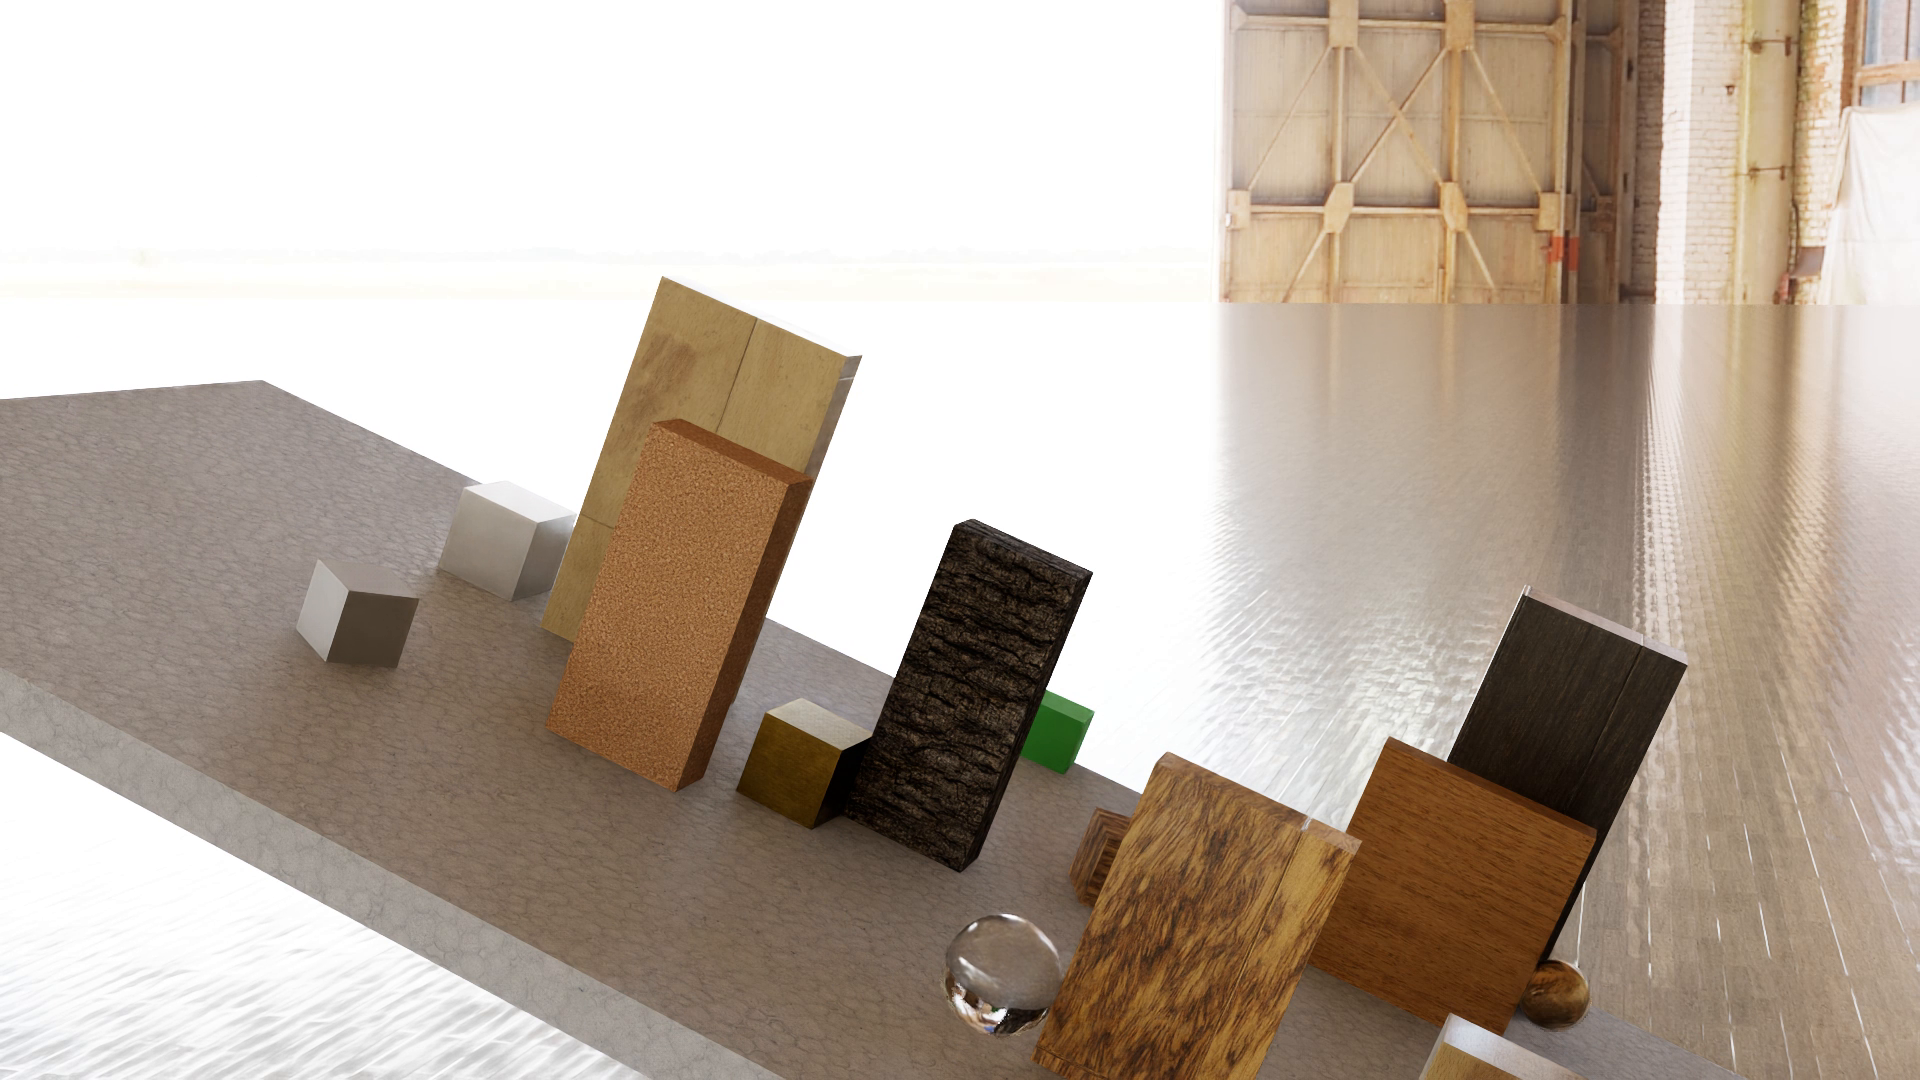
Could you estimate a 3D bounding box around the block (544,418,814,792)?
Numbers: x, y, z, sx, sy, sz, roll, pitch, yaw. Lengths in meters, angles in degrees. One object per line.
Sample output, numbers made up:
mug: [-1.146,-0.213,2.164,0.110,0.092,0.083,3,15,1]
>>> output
block: [-0.517,0.118,4.034,0.282,0.614,0.126,24,13,13]

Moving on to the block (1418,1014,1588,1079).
block: [0.744,0.935,3.157,0.273,0.407,0.125,24,13,13]

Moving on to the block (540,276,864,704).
block: [-0.536,-0.096,4.505,0.425,0.784,0.097,24,13,13]

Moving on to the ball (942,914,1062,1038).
ball: [0.067,0.699,3.528,0.194,0.194,0.194,0,7,0]

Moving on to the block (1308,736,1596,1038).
block: [0.947,0.695,4.326,0.432,0.475,0.080,24,13,13]

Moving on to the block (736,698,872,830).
block: [-0.291,0.421,4.163,0.167,0.167,0.167,25,13,16]

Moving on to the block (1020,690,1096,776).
block: [0.213,0.435,5.004,0.131,0.131,0.131,24,13,11]

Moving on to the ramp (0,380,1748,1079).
ramp: [-0.310,0.552,4.197,4.000,0.100,2.000,24,13,13]

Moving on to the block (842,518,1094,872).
block: [0.012,0.293,4.171,0.257,0.611,0.121,24,13,13]

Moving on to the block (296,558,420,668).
block: [-1.114,0.136,4.068,0.143,0.143,0.143,9,17,-43]

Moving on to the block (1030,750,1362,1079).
block: [0.366,0.646,3.450,0.331,0.535,0.089,24,13,13]

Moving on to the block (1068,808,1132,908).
block: [0.318,0.637,4.298,0.148,0.148,0.148,19,13,-11]

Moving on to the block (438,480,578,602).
block: [-0.977,0.000,4.758,0.186,0.186,0.186,24,13,13]

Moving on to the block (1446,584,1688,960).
block: [1.193,0.537,4.640,0.354,0.800,0.146,24,13,13]

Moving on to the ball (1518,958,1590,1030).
ball: [1.221,0.935,4.526,0.145,0.145,0.145,0,7,0]
